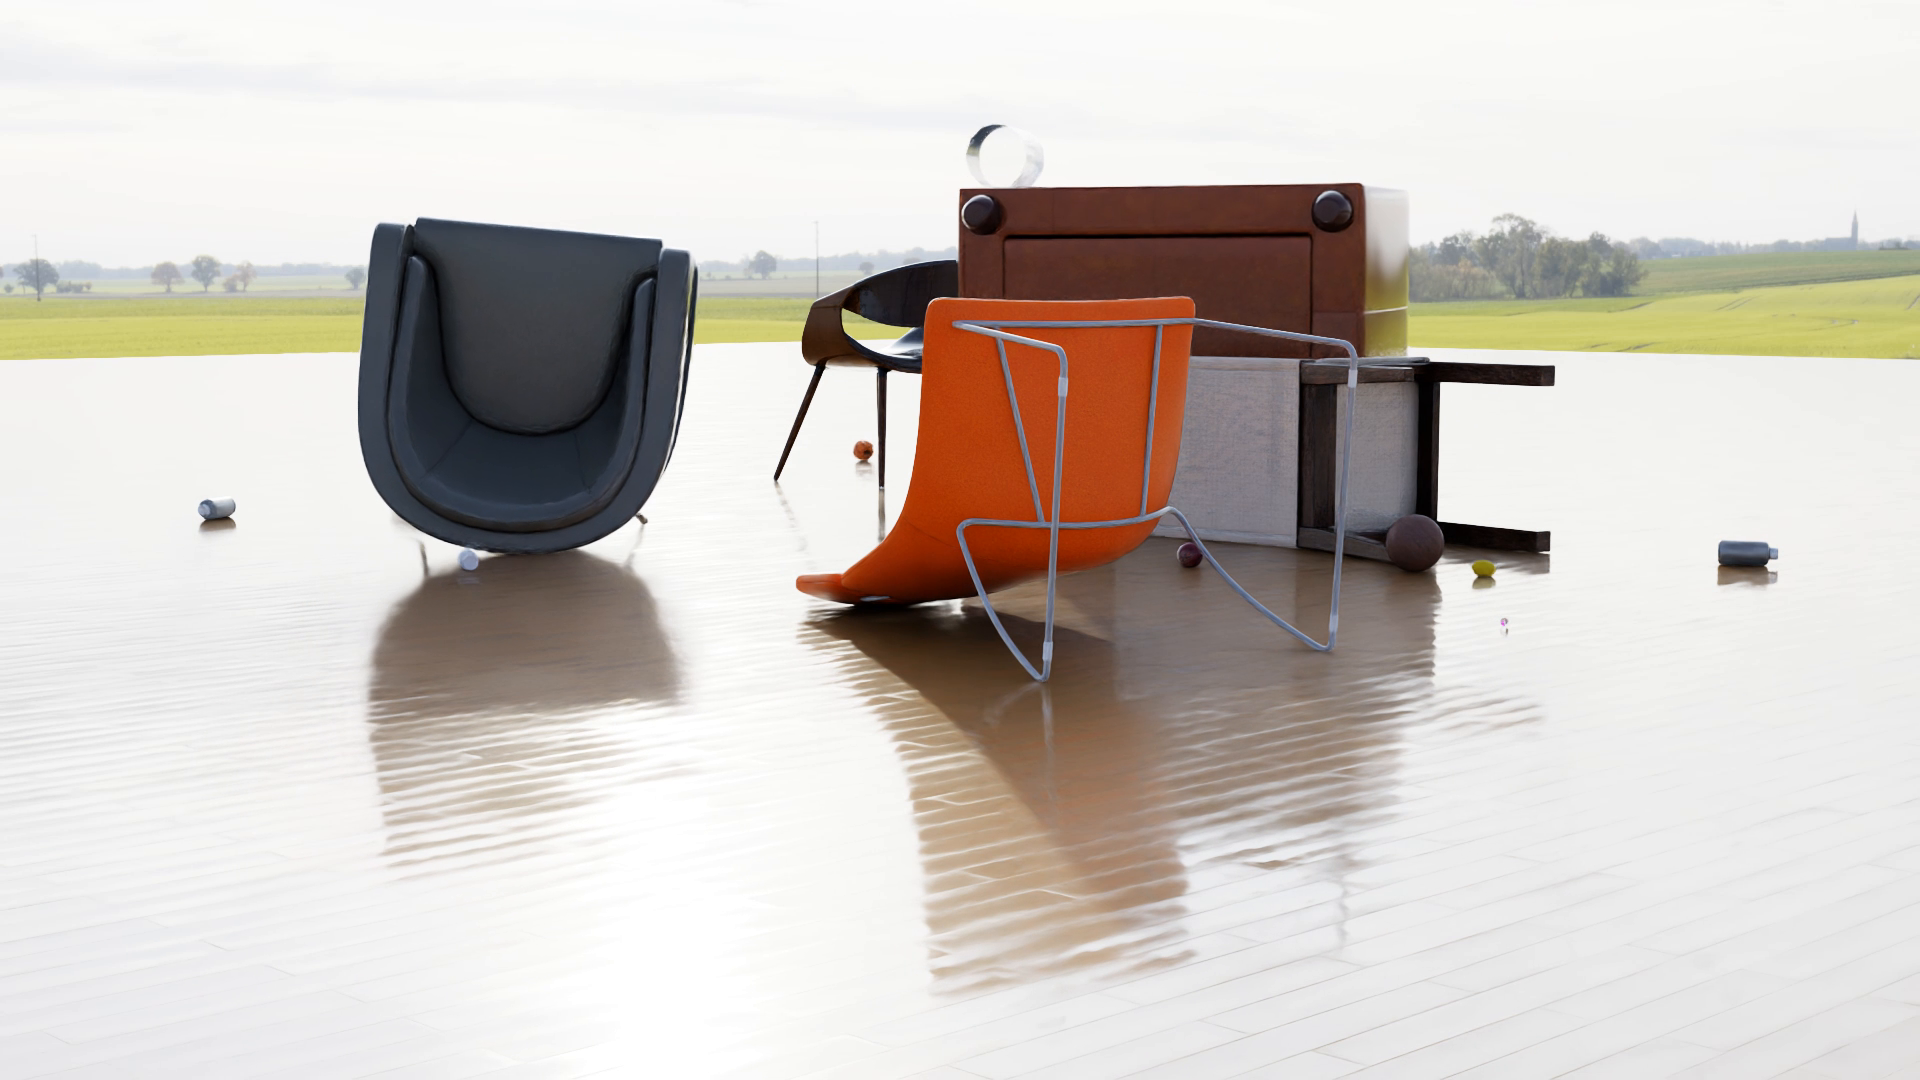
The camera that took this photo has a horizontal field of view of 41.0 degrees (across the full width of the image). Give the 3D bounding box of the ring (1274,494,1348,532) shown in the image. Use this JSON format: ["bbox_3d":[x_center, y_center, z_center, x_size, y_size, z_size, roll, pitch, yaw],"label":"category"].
[{"bbox_3d":[0.907,-0.069,6.626,0.213,0.095,0.057,-7,-20,35],"label":"ring"}]

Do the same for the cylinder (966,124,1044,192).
[{"bbox_3d":[0.129,-1.068,7.179,0.169,0.178,0.230,-1,6,15],"label":"cylinder"}]

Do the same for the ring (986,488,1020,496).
[{"bbox_3d":[0.129,-0.142,7.693,0.128,0.021,0.072,-6,9,-39],"label":"ring"}]

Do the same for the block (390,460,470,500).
[{"bbox_3d":[-1.576,-0.177,7.637,0.168,0.101,0.166,3,7,28],"label":"block"}]

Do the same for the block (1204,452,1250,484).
[{"bbox_3d":[0.854,-0.230,8.190,0.088,0.093,0.134,-3,7,-26],"label":"block"}]
